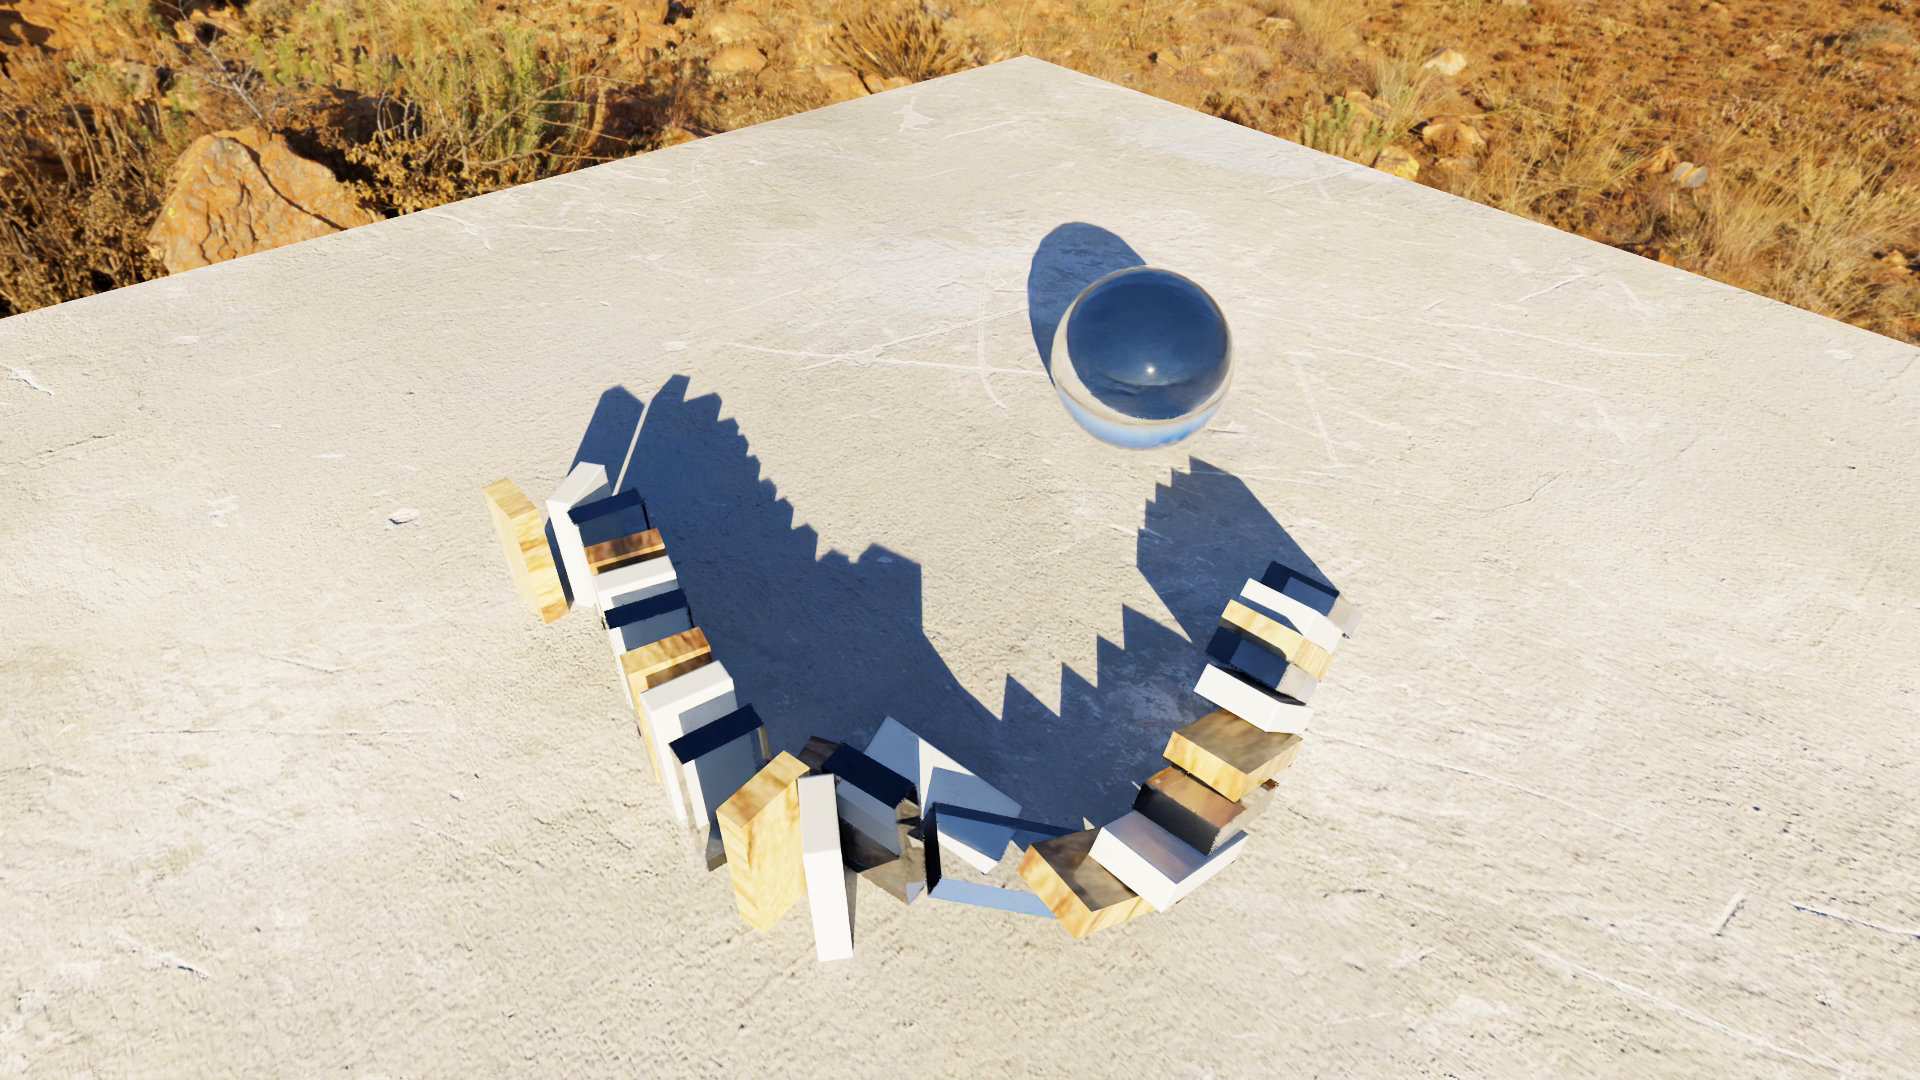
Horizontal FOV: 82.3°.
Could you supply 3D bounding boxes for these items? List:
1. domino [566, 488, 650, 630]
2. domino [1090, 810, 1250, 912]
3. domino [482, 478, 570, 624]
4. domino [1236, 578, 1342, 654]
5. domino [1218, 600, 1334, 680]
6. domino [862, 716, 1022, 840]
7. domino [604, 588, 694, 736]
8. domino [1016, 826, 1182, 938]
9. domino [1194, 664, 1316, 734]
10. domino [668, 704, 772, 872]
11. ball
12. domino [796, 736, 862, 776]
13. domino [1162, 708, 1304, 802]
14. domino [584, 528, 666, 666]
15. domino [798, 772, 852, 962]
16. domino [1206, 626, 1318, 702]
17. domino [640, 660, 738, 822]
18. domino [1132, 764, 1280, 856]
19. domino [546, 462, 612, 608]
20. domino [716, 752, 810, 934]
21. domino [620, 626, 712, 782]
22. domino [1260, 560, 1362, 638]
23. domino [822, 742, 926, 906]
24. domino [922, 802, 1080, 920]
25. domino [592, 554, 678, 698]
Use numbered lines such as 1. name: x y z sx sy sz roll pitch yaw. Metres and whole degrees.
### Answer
1. domino: -0.125 0.008 0.402 0.025 0.050 0.009 -21 44 -24
2. domino: 0.061 0.088 0.318 0.025 0.009 0.050 34 22 30
3. domino: -0.160 0.004 0.406 0.009 0.050 0.025 -29 48 -31
4. domino: 0.116 0.027 0.384 0.025 0.050 0.010 29 92 31
5. domino: 0.108 0.035 0.375 0.025 0.050 0.010 29 92 34
6. domino: -0.008 0.078 0.331 0.050 0.010 0.025 34 44 0
7. domino: -0.099 0.041 0.362 0.025 0.050 0.010 -17 42 -20
8. domino: 0.042 0.094 0.310 0.050 0.009 0.025 3 30 -46
9. domino: 0.096 0.052 0.356 0.025 0.009 0.050 29 5 31
10. domino: -0.068 0.073 0.322 0.025 0.050 0.010 -24 45 -27
11. ball: 0.080 -0.079 0.484 0.080 0.080 0.080 0 39 0
12. domino: -0.030 0.080 0.345 0.050 0.010 0.025 14 41 17
13. domino: 0.087 0.065 0.346 0.025 0.009 0.050 29 20 31
14. domino: -0.113 0.021 0.385 0.025 0.050 0.010 -17 42 -20
15. domino: -0.037 0.090 0.301 0.009 0.050 0.025 -6 40 -7
16. domino: 0.102 0.042 0.366 0.025 0.050 0.009 29 92 31
17. domino: -0.080 0.062 0.336 0.025 0.050 0.010 -23 44 -25
18. domino: 0.075 0.077 0.331 0.025 0.010 0.050 29 20 29
19. domino: -0.139 -0.001 0.413 0.010 0.050 0.025 9 40 11
20. domino: -0.052 0.085 0.308 0.009 0.050 0.025 26 46 28
21. domino: -0.089 0.053 0.347 0.025 0.050 0.010 -20 43 -22
22. domino: 0.126 0.022 0.391 0.025 0.050 0.009 29 92 31
23. domino: -0.024 0.081 0.312 0.025 0.050 0.010 24 50 26
24. domino: 0.015 0.093 0.315 0.050 0.009 0.025 16 35 -19
25. domino: -0.106 0.030 0.375 0.025 0.050 0.009 -16 42 -19
